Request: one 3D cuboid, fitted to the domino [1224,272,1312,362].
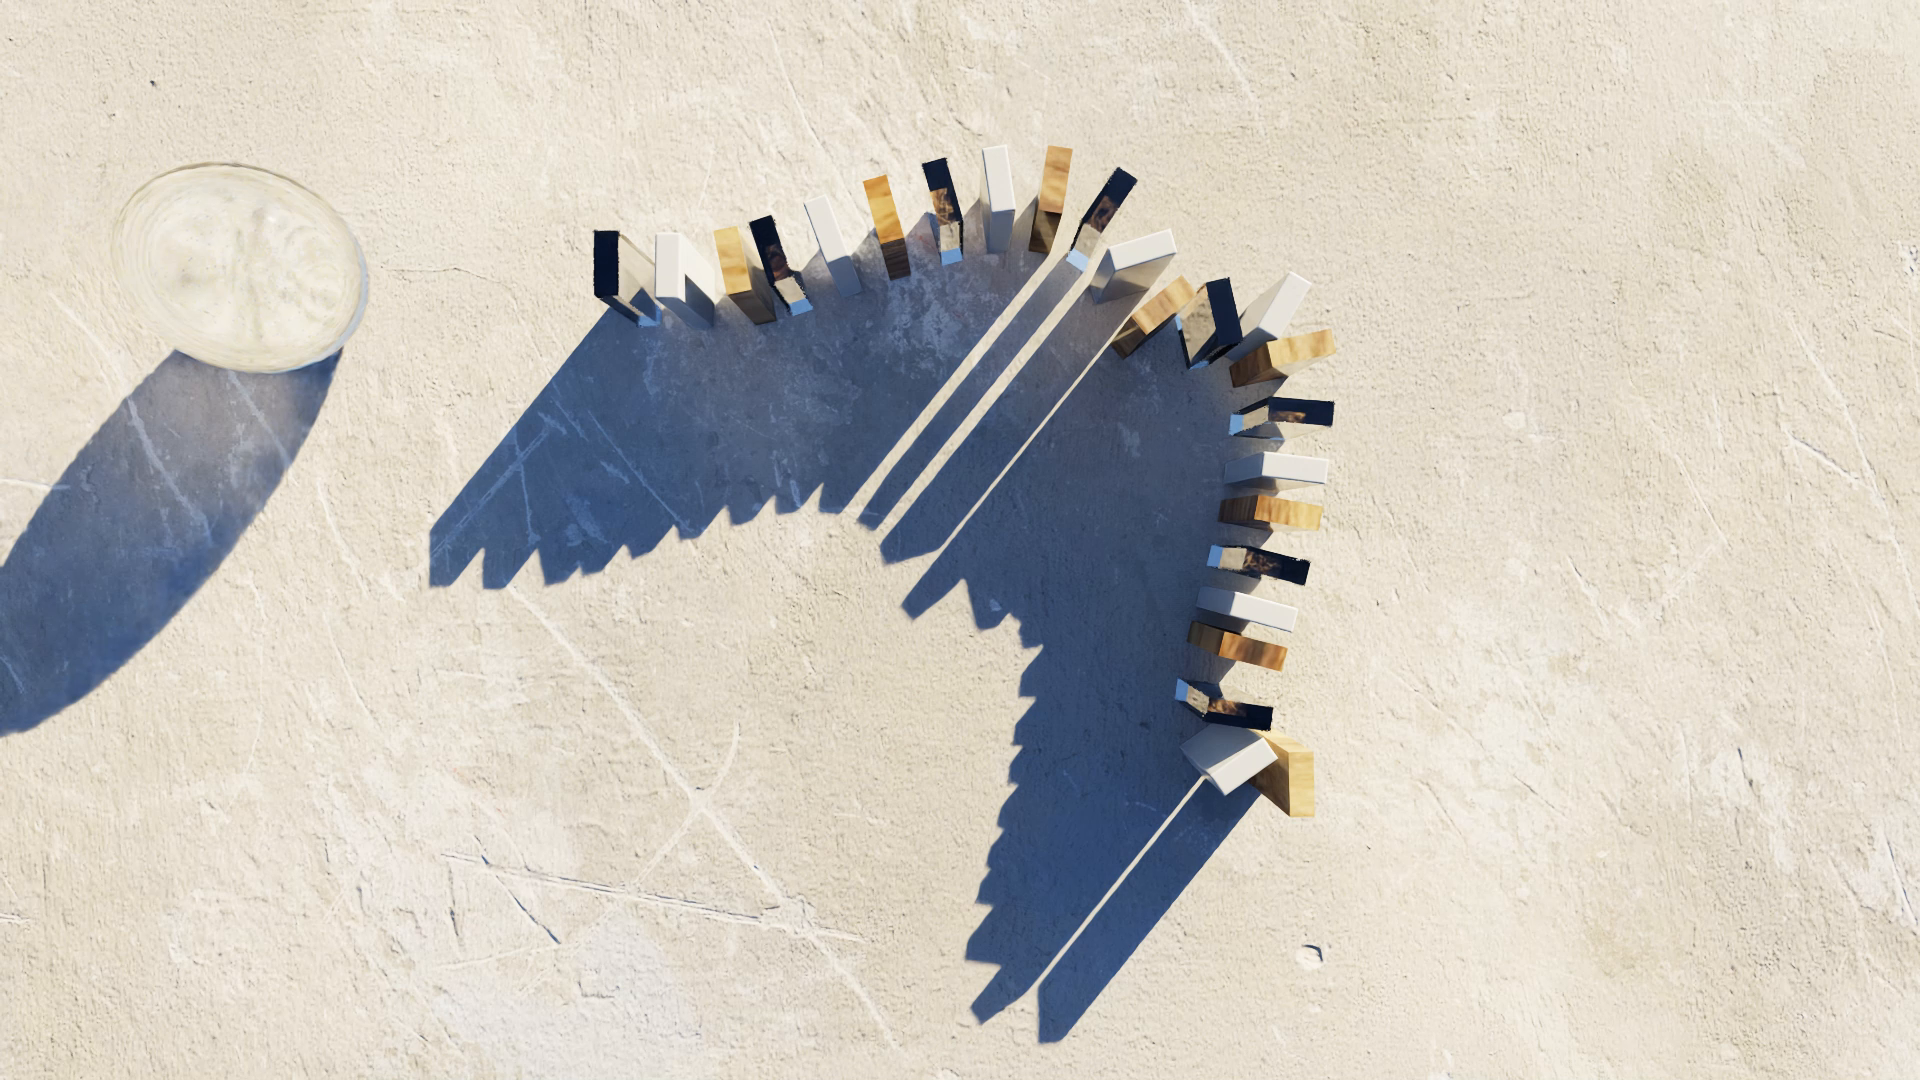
[{"bbox_3d":[0.124,-0.090,0.375,0.010,0.050,0.025,31,90,0],"label":"domino"}]

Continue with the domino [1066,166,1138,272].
[{"bbox_3d":[0.057,-0.130,0.375,0.009,0.050,0.025,34,90,0],"label":"domino"}]

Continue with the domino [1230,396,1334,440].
[{"bbox_3d":[0.130,-0.049,0.375,0.025,0.050,0.009,5,90,0],"label":"domino"}]

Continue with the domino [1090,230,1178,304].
[{"bbox_3d":[0.070,-0.111,0.375,0.025,0.050,0.010,-17,90,0],"label":"domino"}]

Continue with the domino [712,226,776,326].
[{"bbox_3d":[-0.087,-0.107,0.375,0.010,0.050,0.025,-12,90,0],"label":"domino"}]

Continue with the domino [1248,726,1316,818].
[{"bbox_3d":[0.131,0.093,0.375,0.009,0.050,0.025,-1,90,0],"label":"domino"}]

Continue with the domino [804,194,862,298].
[{"bbox_3d":[-0.051,-0.119,0.375,0.009,0.050,0.025,-21,90,0],"label":"domino"}]

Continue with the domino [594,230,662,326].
[{"bbox_3d":[-0.135,-0.106,0.375,0.010,0.050,0.025,0,90,0],"label":"domino"}]

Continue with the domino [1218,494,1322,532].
[{"bbox_3d":[0.126,-0.010,0.375,0.025,0.050,0.010,11,90,0],"label":"domino"}]

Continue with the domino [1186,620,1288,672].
[{"bbox_3d":[0.112,0.043,0.375,0.025,0.050,0.009,14,90,0],"label":"domino"}]

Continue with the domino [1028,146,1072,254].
[{"bbox_3d":[0.036,-0.138,0.375,0.010,0.050,0.025,9,90,0],"label":"domino"}]

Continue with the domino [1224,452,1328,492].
[{"bbox_3d":[0.128,-0.028,0.375,0.025,0.050,0.010,7,90,0],"label":"domino"}]

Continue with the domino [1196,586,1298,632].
[{"bbox_3d":[0.116,0.028,0.375,0.025,0.050,0.010,15,90,0],"label":"domino"}]

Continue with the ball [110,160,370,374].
[{"bbox_3d":[-0.279,-0.106,0.360,0.080,0.080,0.080,0,90,0],"label":"ball"}]

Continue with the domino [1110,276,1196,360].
[{"bbox_3d":[0.078,-0.090,0.375,0.025,0.050,0.009,-39,90,0],"label":"domino"}]

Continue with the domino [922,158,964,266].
[{"bbox_3d":[-0.007,-0.133,0.375,0.010,0.050,0.025,-16,90,0],"label":"domino"}]

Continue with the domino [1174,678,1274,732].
[{"bbox_3d":[0.107,0.067,0.375,0.025,0.050,0.009,9,90,0],"label":"domino"}]

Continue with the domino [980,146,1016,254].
[{"bbox_3d":[0.015,-0.138,0.375,0.009,0.050,0.025,-8,90,0],"label":"domino"}]

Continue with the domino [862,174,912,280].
[{"bbox_3d":[-0.029,-0.126,0.375,0.009,0.050,0.025,-16,90,0],"label":"domino"}]

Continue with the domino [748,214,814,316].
[{"bbox_3d":[-0.072,-0.111,0.375,0.009,0.050,0.025,-19,90,0],"label":"domino"}]

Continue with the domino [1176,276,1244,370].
[{"bbox_3d":[0.101,-0.087,0.375,0.009,0.050,0.025,-13,90,0],"label":"domino"}]

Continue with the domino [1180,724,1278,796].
[{"bbox_3d":[0.109,0.087,0.375,0.025,0.050,0.010,-35,90,0],"label":"domino"}]

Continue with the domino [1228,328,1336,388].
[{"bbox_3d":[0.131,-0.074,0.375,0.025,0.050,0.010,-12,90,0],"label":"domino"}]

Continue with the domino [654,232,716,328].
[{"bbox_3d":[-0.112,-0.105,0.375,0.009,0.050,0.025,1,90,0],"label":"domino"}]

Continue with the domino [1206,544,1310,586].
[{"bbox_3d":[0.121,0.010,0.375,0.025,0.050,0.010,15,90,0],"label":"domino"}]
